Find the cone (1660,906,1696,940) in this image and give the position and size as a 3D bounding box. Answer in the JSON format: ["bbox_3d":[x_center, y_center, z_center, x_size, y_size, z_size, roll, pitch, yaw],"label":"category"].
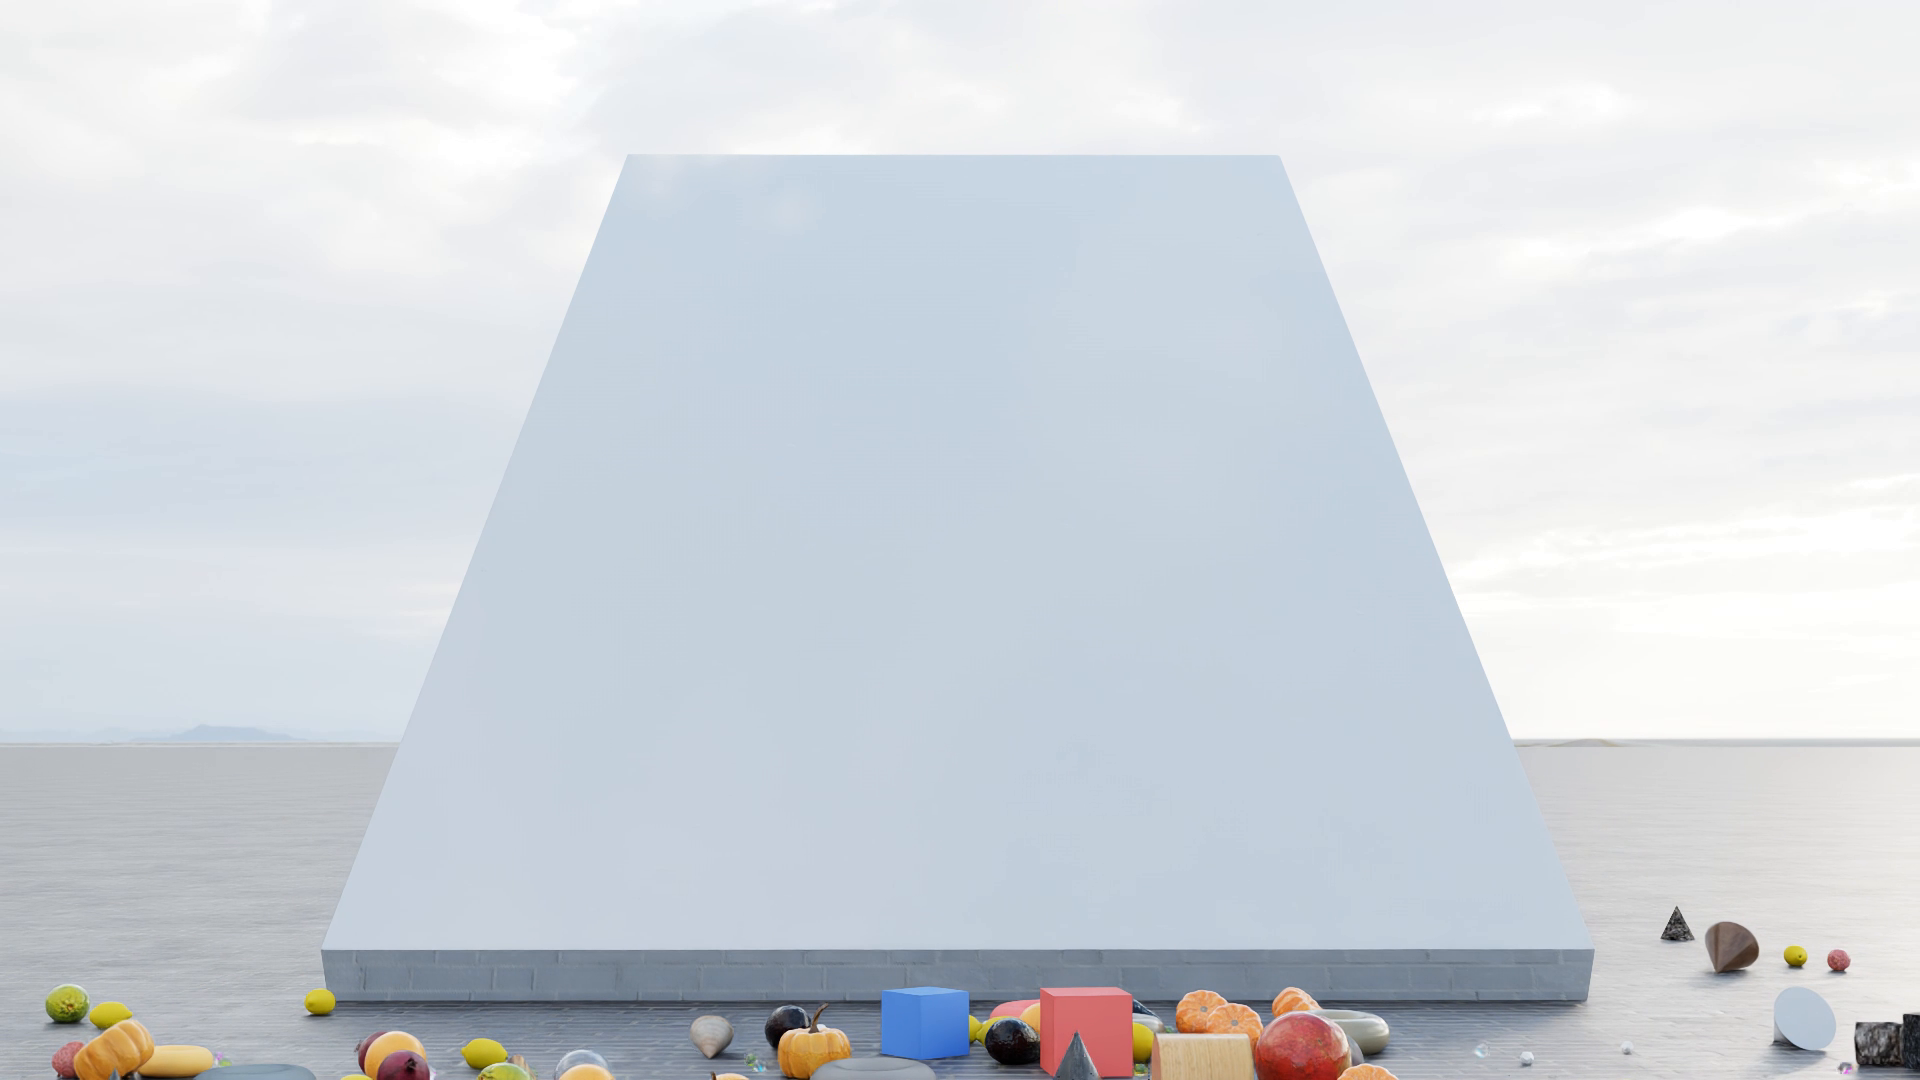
[{"bbox_3d":[1.493,0.795,4.940,0.070,0.070,0.070,0,-5,0],"label":"cone"}]

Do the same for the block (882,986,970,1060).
[{"bbox_3d":[-0.046,0.636,3.128,0.082,0.082,0.082,4,-6,-40],"label":"block"}]

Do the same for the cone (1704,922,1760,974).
[{"bbox_3d":[1.365,0.749,4.242,0.098,0.098,0.098,-4,21,36],"label":"cone"}]

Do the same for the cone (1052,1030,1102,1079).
[{"bbox_3d":[0.133,0.600,2.704,0.082,0.082,0.082,0,-5,0],"label":"cone"}]

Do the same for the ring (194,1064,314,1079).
[{"bbox_3d":[-0.789,0.614,2.652,0.139,0.046,0.139,0,-6,0],"label":"ring"}]

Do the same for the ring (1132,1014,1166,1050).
[{"bbox_3d":[0.217,0.663,3.205,0.123,0.041,0.123,1,-5,0],"label":"ring"}]

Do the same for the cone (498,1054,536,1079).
[{"bbox_3d":[-0.503,0.634,2.765,0.052,0.052,0.052,35,-24,-31],"label":"cone"}]

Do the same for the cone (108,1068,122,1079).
[{"bbox_3d":[-0.910,0.598,2.553,0.061,0.061,0.061,0,-5,0],"label":"cone"}]

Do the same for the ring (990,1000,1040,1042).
[{"bbox_3d":[0.112,0.667,3.291,0.143,0.048,0.143,-1,-4,0],"label":"ring"}]

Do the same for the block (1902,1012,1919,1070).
[{"bbox_3d":[1.237,0.631,2.986,0.068,0.068,0.068,3,-6,-36],"label":"block"}]

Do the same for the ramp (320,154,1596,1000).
[{"bbox_3d":[-0.011,-0.226,5.526,2.000,0.100,4.000,0,27,0],"label":"ramp"}]

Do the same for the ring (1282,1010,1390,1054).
[{"bbox_3d":[0.500,0.656,3.160,0.143,0.048,0.143,0,-3,0],"label":"ring"}]

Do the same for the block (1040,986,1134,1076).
[{"bbox_3d":[0.157,0.614,2.963,0.098,0.098,0.098,1,-5,-8],"label":"block"}]

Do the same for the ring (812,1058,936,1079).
[{"bbox_3d":[-0.097,0.615,2.672,0.146,0.049,0.146,0,-4,0],"label":"ring"}]

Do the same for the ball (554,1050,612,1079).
[{"bbox_3d":[-0.424,0.606,2.669,0.065,0.065,0.065,0,-5,0],"label":"ball"}]

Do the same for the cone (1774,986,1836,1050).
[{"bbox_3d":[1.126,0.665,3.223,0.090,0.090,0.090,1,-31,-12],"label":"cone"}]

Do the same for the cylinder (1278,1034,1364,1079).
[{"bbox_3d":[0.418,0.610,2.748,0.070,0.070,0.070,3,-6,-34],"label":"cylinder"}]

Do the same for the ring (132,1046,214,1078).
[{"bbox_3d":[-0.974,0.645,2.937,0.096,0.032,0.096,1,-5,0],"label":"ring"}]

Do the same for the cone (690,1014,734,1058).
[{"bbox_3d":[-0.326,0.662,3.103,0.058,0.058,0.058,0,22,-2],"label":"cone"}]
